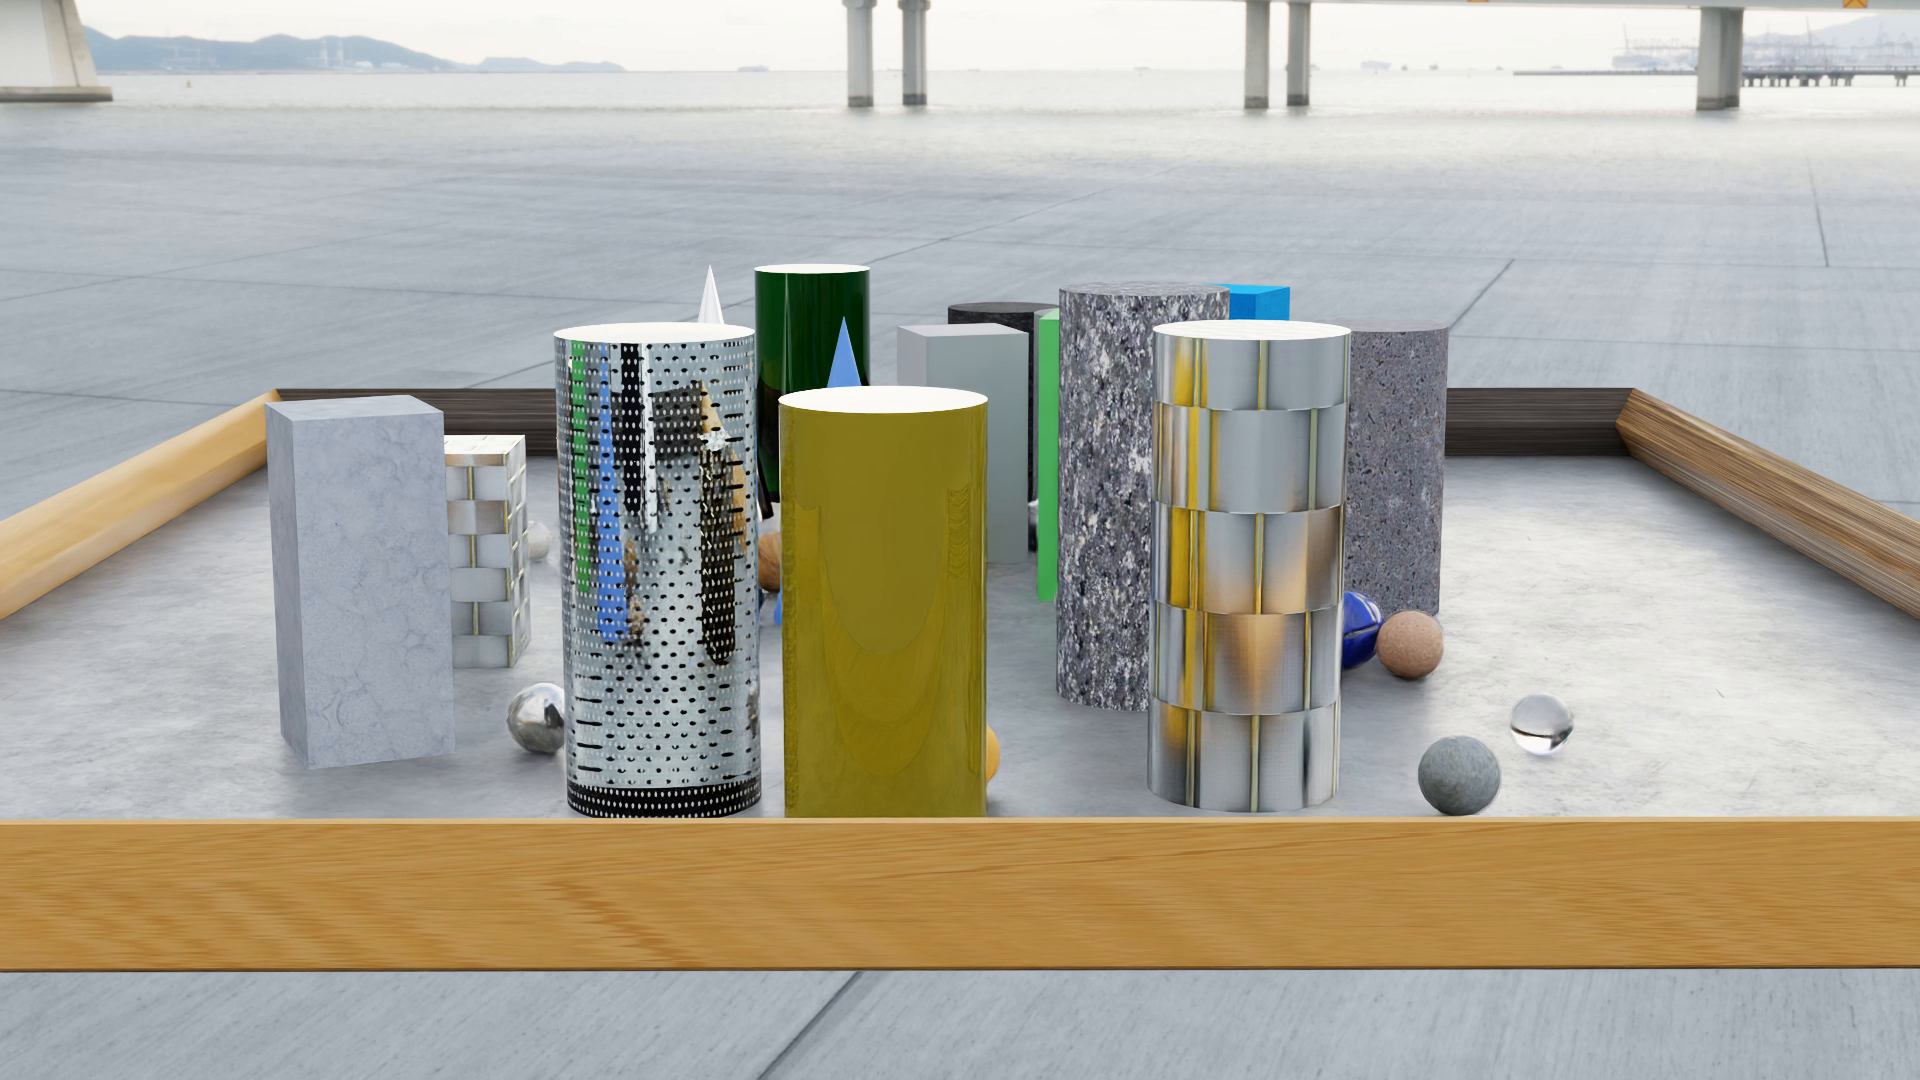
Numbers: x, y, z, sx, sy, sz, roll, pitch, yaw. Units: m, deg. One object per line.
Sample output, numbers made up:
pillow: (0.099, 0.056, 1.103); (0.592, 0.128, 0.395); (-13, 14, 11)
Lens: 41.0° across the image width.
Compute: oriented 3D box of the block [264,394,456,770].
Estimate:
block: (-0.643, 0.040, 2.751); (0.156, 0.368, 0.156); (-5, 12, -25)

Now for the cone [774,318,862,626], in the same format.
cone: (-0.152, -0.095, 3.383); (0.195, 0.403, 0.195); (0, 11, 0)

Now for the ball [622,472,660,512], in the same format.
ball: (-0.526, -0.079, 4.231); (0.064, 0.064, 0.064); (0, 11, 0)

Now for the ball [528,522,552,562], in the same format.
ball: (-0.634, 0.002, 3.799); (0.059, 0.059, 0.059); (0, 11, 0)

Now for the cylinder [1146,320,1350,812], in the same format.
cylinder: (0.288, 0.021, 2.581); (0.195, 0.467, 0.195); (0, 11, 0)

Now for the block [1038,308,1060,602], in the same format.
block: (0.198, -0.118, 3.552); (0.156, 0.388, 0.156); (2, 11, 10)

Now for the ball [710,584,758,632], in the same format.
ball: (-0.293, 0.089, 3.332); (0.061, 0.061, 0.061); (0, 11, 0)

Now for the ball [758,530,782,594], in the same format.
ball: (-0.253, 0.030, 3.569); (0.088, 0.088, 0.088); (0, 11, 0)

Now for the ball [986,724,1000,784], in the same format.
ball: (0.003, 0.217, 2.599); (0.076, 0.076, 0.076); (0, 11, 0)

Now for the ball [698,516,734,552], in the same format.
ball: (-0.369, -0.008, 3.877); (0.053, 0.053, 0.053); (0, 11, 0)

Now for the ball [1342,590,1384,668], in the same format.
ball: (0.470, 0.109, 3.129); (0.095, 0.095, 0.095); (0, 11, 0)

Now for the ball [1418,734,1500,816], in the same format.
ball: (0.489, 0.231, 2.514); (0.080, 0.080, 0.080); (0, 11, 0)

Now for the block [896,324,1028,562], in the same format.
block: (0.003, -0.146, 3.835); (0.156, 0.338, 0.156); (-3, 11, -17)

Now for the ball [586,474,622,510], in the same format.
ball: (-0.588, -0.080, 4.243); (0.060, 0.060, 0.060); (0, 11, 0)

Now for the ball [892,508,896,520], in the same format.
ball: (-0.130, -0.034, 3.996); (0.061, 0.061, 0.061); (0, 11, 0)

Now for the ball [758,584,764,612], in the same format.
ball: (-0.289, 0.077, 3.404); (0.058, 0.058, 0.058); (0, 11, 0)

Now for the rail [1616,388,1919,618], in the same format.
rail: (1.252, 0.031, 3.456); (0.045, 0.127, 2.793); (0, 11, 0)

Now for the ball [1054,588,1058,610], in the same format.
ball: (0.151, 0.080, 3.395); (0.055, 0.055, 0.055); (0, 11, 0)

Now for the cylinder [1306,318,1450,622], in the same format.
cylinder: (0.551, -0.097, 3.447); (0.195, 0.385, 0.195); (0, 11, 0)

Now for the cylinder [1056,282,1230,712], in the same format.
cylinder: (0.211, -0.055, 2.978); (0.195, 0.473, 0.195); (0, 11, 0)

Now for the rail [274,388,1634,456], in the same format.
rail: (-0.008, -0.218, 4.799); (2.551, 0.127, 0.045); (0, 11, 0)

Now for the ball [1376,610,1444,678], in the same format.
ball: (0.540, 0.126, 3.077); (0.081, 0.081, 0.081); (0, 11, 0)

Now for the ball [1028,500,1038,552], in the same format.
ball: (0.128, -0.021, 3.859); (0.085, 0.085, 0.085); (0, 11, 0)

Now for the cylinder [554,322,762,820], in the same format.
cylinder: (-0.297, 0.028, 2.543); (0.195, 0.468, 0.195); (0, 11, 0)

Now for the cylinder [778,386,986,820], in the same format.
cylinder: (-0.072, 0.074, 2.433); (0.195, 0.418, 0.195); (0, 11, 0)

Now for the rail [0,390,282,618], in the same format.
rail: (-1.252, 0.034, 3.442); (0.045, 0.127, 2.793); (0, 11, 0)

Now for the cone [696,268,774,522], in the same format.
cone: (-0.402, -0.242, 4.161); (0.195, 0.409, 0.195); (0, 11, 0)

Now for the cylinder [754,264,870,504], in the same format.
cylinder: (-0.249, -0.267, 4.352); (0.195, 0.387, 0.195); (0, 11, 0)

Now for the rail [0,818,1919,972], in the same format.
rail: (0.008, 0.283, 2.099); (2.551, 0.127, 0.045); (0, 11, 0)

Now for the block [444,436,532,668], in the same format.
block: (-0.625, 0.012, 3.184); (0.156, 0.265, 0.156); (0, 11, -1)

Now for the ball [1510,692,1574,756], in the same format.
ball: (0.621, 0.196, 2.736); (0.067, 0.067, 0.067); (0, 11, 0)

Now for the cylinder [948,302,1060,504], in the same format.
cylinder: (0.077, -0.234, 4.355); (0.195, 0.323, 0.195); (0, 11, 0)

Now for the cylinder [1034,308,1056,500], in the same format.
cylinder: (0.213, -0.186, 4.041); (0.195, 0.343, 0.195); (0, 11, 0)

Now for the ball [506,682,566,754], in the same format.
ball: (-0.446, 0.190, 2.742); (0.076, 0.076, 0.076); (0, 11, 0)

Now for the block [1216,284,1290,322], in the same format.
block: (0.436, -0.228, 4.203); (0.156, 0.367, 0.156); (5, 12, 27)
